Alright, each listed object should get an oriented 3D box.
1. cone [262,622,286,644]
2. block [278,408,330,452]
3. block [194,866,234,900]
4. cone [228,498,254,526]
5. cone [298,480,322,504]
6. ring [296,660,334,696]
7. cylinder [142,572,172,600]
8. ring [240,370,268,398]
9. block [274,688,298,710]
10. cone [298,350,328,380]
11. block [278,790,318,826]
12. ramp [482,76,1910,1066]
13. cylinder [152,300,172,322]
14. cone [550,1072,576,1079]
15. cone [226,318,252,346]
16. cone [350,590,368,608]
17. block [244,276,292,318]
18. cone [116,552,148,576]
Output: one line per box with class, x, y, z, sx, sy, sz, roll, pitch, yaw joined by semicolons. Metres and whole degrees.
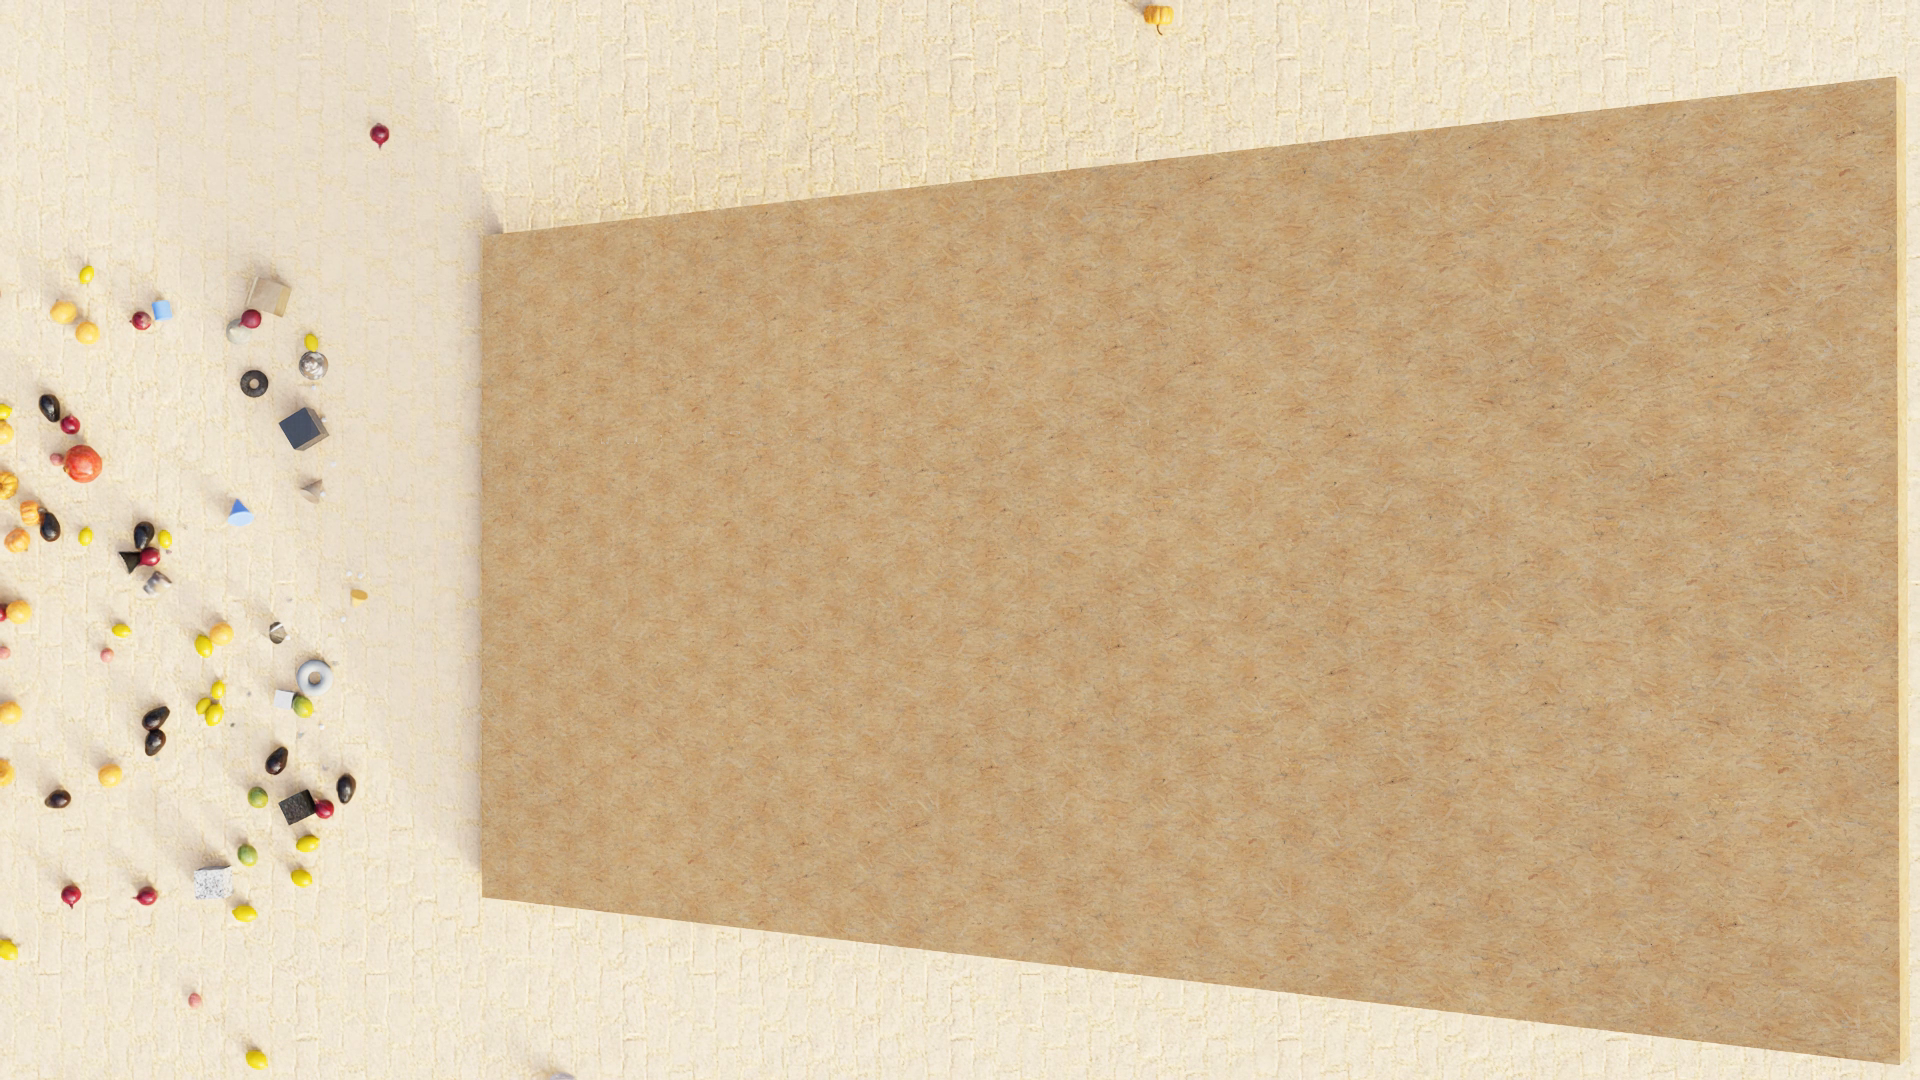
cone;-2.110;0.285;6.712;0.069;0.069;0.069;-8;89;31
block;-1.994;-0.336;6.685;0.094;0.094;0.094;-31;90;0
block;-2.266;1.040;6.677;0.087;0.087;0.087;-2;90;0
cone;-2.203;-0.096;6.713;0.078;0.078;0.078;-22;63;0
cone;-1.967;-0.160;6.715;0.072;0.072;0.072;28;63;0
ring;-1.967;0.420;6.708;0.113;0.038;0.113;0;89;1
cylinder;-2.445;0.138;6.698;0.062;0.062;0.062;41;87;0
ring;-2.157;-0.477;6.720;0.086;0.029;0.086;0;89;-1
block;-2.055;0.485;6.700;0.052;0.052;0.052;11;90;0
cone;-1.979;-0.535;6.689;0.091;0.091;0.091;0;90;0
block;-2.011;0.812;6.685;0.076;0.076;0.076;-26;90;0
ramp;0.254;0.070;5.587;4.000;0.100;2.000;0;89;33
cylinder;-2.434;-0.699;6.710;0.052;0.052;0.052;-13;90;0
cone;-1.218;1.690;6.694;0.096;0.096;0.096;29;116;0
cone;-2.208;-0.637;6.694;0.082;0.082;0.082;0;90;0
cone;-1.843;0.188;6.716;0.054;0.054;0.054;28;116;0
block;-2.104;-0.740;6.690;0.092;0.092;0.092;19;90;0
cone;-2.516;0.053;6.711;0.081;0.081;0.081;-30;90;-27
